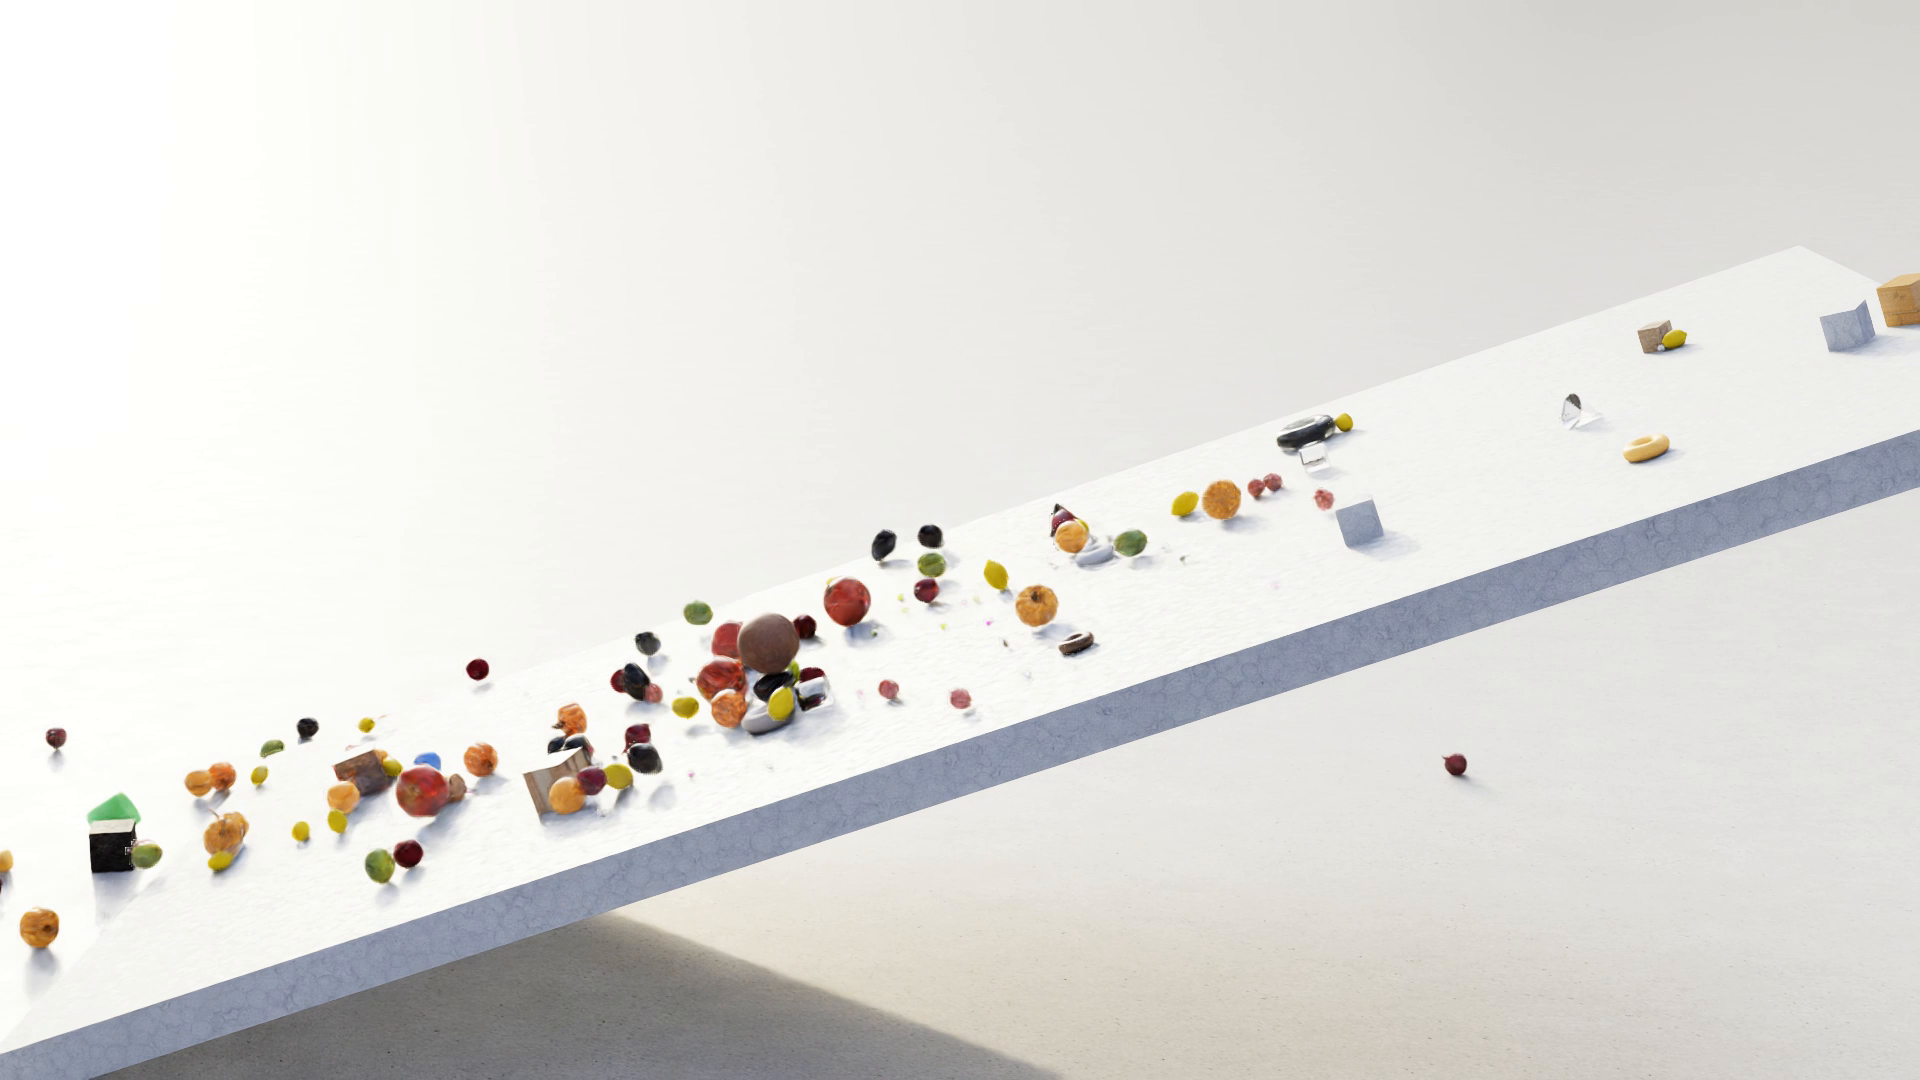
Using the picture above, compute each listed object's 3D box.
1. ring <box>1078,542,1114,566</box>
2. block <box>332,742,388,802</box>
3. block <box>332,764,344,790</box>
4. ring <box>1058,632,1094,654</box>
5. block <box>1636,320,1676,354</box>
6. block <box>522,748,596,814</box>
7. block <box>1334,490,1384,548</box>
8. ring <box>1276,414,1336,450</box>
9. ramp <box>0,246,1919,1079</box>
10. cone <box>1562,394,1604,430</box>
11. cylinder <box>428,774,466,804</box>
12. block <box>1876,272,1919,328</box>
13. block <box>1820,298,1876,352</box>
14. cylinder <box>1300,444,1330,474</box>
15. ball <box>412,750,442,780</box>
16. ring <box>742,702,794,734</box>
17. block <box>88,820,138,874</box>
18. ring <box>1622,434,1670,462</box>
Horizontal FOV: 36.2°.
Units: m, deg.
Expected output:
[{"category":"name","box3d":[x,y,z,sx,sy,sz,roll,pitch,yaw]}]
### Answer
[{"category":"ring","box3d":[0.294,0.031,6.369,0.086,0.029,0.086,-20,12,4]},{"category":"block","box3d":[-1.355,0.524,6.648,0.094,0.094,0.094,-21,11,-9]},{"category":"block","box3d":[-1.393,0.530,6.770,0.062,0.062,0.062,-14,12,25]},{"category":"ring","box3d":[0.224,0.198,5.681,0.075,0.025,0.075,-20,11,4]},{"category":"block","box3d":[1.537,-0.449,6.487,0.054,0.054,0.054,-8,16,47]},{"category":"block","box3d":[-0.803,0.483,5.896,0.091,0.091,0.091,-14,12,26]},{"category":"block","box3d":[0.779,-0.041,5.751,0.077,0.077,0.077,-18,11,9]},{"category":"ring","box3d":[0.800,-0.249,6.804,0.147,0.049,0.147,-20,11,4]},{"category":"ramp","box3d":[0.109,0.179,6.303,4.000,0.100,2.000,-18,11,6]},{"category":"cone","box3d":[1.290,-0.260,6.044,0.076,0.076,0.076,5,10,-20]},{"category":"cylinder","box3d":[-1.091,0.530,6.253,0.059,0.059,0.059,-13,4,30]},{"category":"block","box3d":[1.917,-0.486,5.932,0.082,0.082,0.082,-26,13,-32]},{"category":"block","box3d":[1.785,-0.432,5.916,0.075,0.075,0.075,-11,14,36]},{"category":"cylinder","box3d":[0.783,-0.180,6.483,0.054,0.054,0.054,-16,8,16]},{"category":"ball","box3d":[-1.185,0.501,6.544,0.065,0.065,0.065,0,12,0]},{"category":"ring","box3d":[-0.386,0.358,5.930,0.112,0.037,0.112,-18,10,3]},{"category":"block","box3d":[-1.990,0.719,6.912,0.097,0.097,0.097,-2,12,-9]},{"category":"ring","box3d":[1.309,-0.176,5.611,0.092,0.031,0.092,-20,11,4]}]
